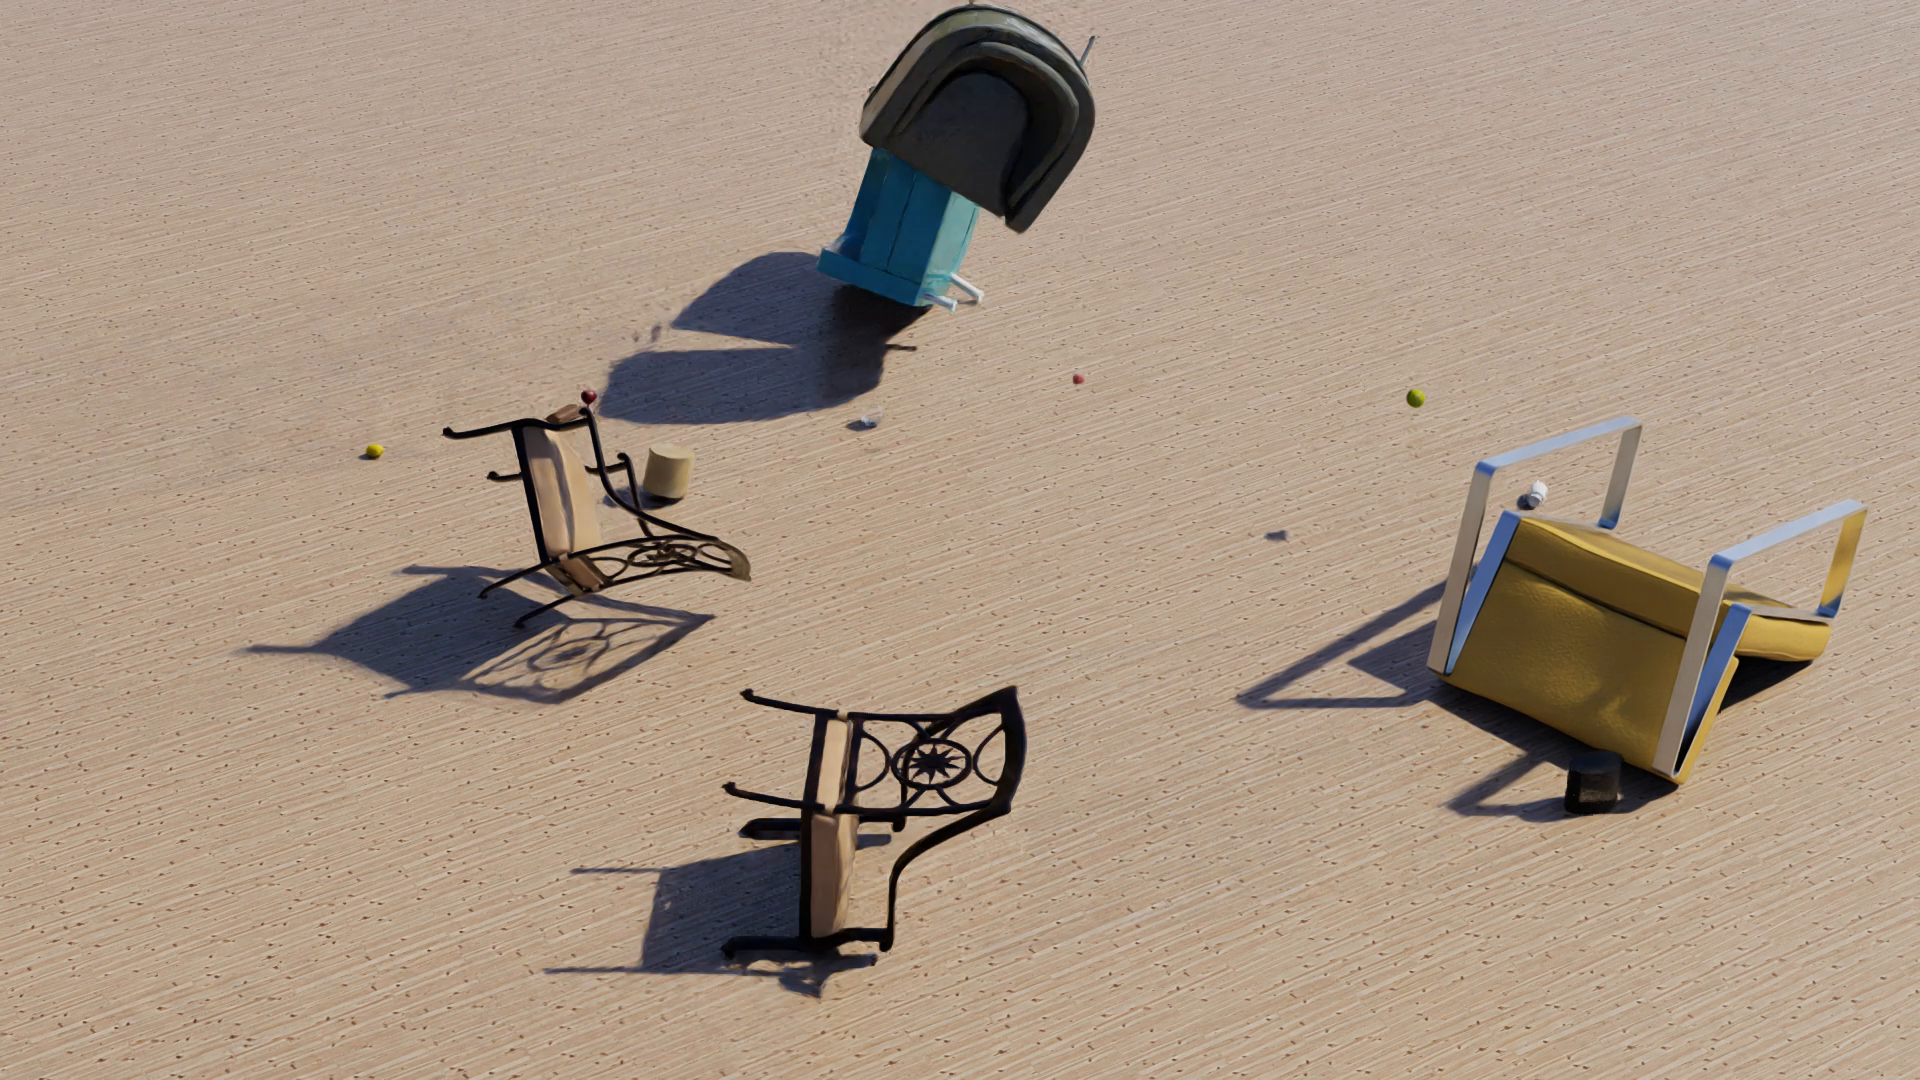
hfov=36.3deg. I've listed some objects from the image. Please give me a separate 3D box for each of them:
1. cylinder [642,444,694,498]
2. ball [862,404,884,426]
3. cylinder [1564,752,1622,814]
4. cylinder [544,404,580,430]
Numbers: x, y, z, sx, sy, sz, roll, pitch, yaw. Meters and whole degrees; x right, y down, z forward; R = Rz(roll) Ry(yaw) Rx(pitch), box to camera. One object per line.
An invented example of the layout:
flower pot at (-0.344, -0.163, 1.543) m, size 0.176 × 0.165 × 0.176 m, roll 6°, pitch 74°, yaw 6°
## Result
cylinder at (-1.110, -0.263, 11.157) m, size 0.172 × 0.156 × 0.162 m, roll -2°, pitch 23°, yaw -40°
ball at (-0.346, -0.498, 11.620) m, size 0.089 × 0.089 × 0.089 m, roll 0°, pitch 33°, yaw 0°
cylinder at (2.069, 0.794, 9.586) m, size 0.184 × 0.166 × 0.116 m, roll -11°, pitch 34°, yaw -16°
cylinder at (-1.571, -0.487, 11.597) m, size 0.112 × 0.064 × 0.100 m, roll -32°, pitch 8°, yaw -39°
